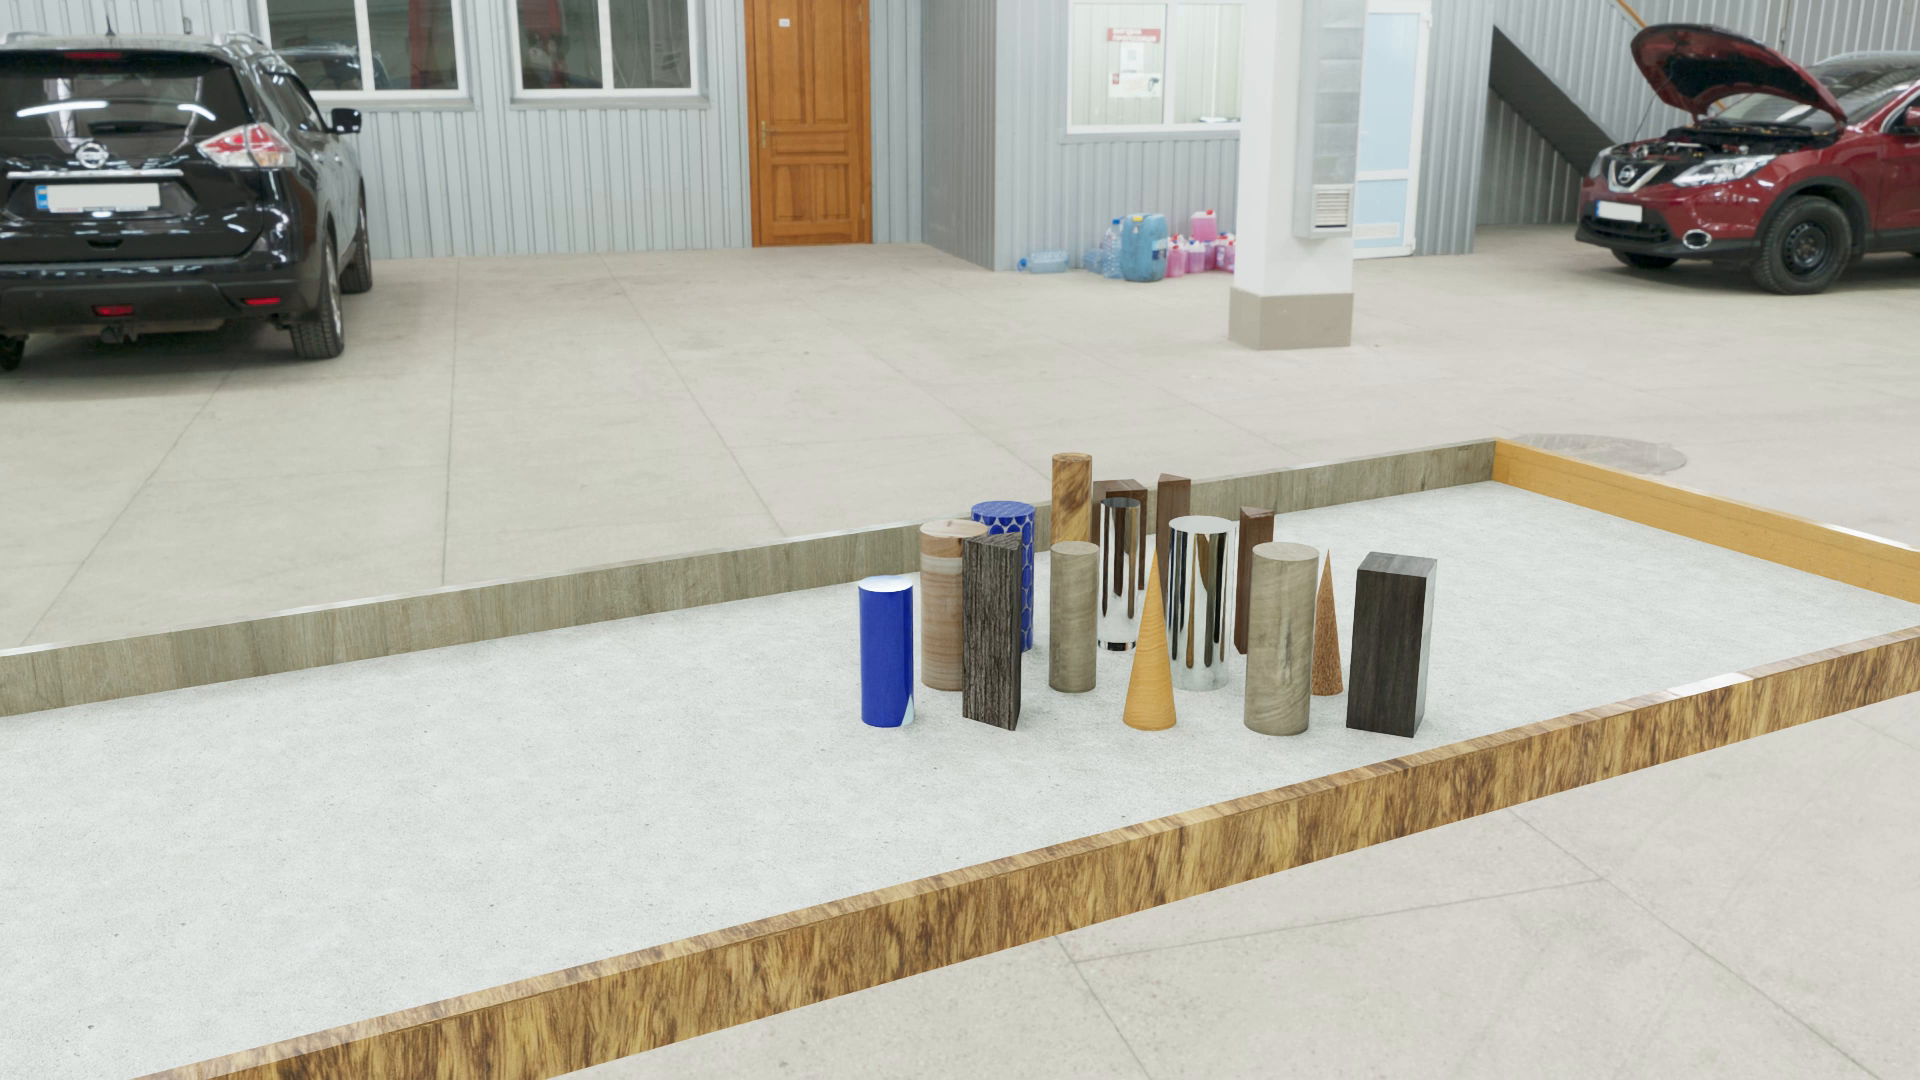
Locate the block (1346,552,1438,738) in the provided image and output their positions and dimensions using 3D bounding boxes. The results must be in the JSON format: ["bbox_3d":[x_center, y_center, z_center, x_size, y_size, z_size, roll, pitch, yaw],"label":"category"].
[{"bbox_3d":[1.005,0.242,3.843,0.155,0.389,0.155,7,18,23],"label":"block"}]

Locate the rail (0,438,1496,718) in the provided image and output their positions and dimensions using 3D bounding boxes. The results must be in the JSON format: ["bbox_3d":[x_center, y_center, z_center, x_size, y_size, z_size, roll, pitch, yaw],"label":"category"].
[{"bbox_3d":[-3.305,0.497,3.399,12.000,0.150,0.050,-9,18,-27],"label":"rail"}]

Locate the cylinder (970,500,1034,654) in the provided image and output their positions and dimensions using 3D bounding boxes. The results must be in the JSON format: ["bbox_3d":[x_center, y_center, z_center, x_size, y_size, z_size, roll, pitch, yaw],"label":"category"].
[{"bbox_3d":[0.112,0.099,4.354,0.167,0.375,0.167,0,16,0],"label":"cylinder"}]

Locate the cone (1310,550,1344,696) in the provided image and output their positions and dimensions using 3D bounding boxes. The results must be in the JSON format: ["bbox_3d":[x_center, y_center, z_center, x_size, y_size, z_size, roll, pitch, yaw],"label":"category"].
[{"bbox_3d":[0.895,0.192,4.056,0.116,0.365,0.116,0,16,0],"label":"cone"}]

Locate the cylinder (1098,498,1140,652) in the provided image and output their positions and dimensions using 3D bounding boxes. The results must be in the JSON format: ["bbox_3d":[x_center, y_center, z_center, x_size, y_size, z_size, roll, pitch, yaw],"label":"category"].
[{"bbox_3d":[0.419,0.091,4.350,0.103,0.393,0.103,0,16,0],"label":"cylinder"}]

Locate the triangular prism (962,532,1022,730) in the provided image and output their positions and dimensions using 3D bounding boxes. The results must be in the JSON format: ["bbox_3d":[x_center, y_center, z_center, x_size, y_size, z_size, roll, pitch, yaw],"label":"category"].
[{"bbox_3d":[0.104,0.206,3.872,0.150,0.440,0.130,12,20,35],"label":"triangular prism"}]

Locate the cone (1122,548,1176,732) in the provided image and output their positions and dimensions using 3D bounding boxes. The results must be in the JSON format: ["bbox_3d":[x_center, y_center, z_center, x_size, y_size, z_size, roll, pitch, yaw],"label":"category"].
[{"bbox_3d":[0.448,0.218,3.840,0.128,0.436,0.128,0,16,0],"label":"cone"}]

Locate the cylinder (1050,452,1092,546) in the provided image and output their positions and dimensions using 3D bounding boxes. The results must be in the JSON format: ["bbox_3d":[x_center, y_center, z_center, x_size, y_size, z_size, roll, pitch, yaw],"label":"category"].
[{"bbox_3d":[0.308,-0.012,4.593,0.111,0.451,0.111,0,16,0],"label":"cylinder"}]

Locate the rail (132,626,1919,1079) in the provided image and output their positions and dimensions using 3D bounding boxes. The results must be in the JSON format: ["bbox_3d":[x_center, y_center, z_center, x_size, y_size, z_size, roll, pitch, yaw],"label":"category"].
[{"bbox_3d":[-2.336,1.006,1.665,12.000,0.150,0.050,-9,18,-27],"label":"rail"}]

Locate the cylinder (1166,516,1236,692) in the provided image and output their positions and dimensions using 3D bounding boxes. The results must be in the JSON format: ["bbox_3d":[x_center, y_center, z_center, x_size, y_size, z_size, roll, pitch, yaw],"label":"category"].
[{"bbox_3d":[0.594,0.157,4.099,0.163,0.407,0.163,0,16,0],"label":"cylinder"}]

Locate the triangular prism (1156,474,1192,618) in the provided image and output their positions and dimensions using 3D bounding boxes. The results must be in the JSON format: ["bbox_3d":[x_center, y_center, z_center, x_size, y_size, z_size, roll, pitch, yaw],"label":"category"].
[{"bbox_3d":[0.573,0.016,4.595,0.098,0.397,0.085,-5,17,-17],"label":"triangular prism"}]

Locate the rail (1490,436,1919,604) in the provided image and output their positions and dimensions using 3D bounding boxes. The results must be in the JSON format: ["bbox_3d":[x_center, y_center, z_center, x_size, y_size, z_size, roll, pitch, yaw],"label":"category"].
[{"bbox_3d":[2.466,-0.048,5.253,0.050,0.150,2.100,-9,18,-27],"label":"rail"}]

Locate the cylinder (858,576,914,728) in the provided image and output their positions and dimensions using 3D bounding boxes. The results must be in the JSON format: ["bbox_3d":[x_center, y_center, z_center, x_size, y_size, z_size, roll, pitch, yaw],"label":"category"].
[{"bbox_3d":[-0.172,0.261,3.873,0.127,0.335,0.127,0,16,0],"label":"cylinder"}]

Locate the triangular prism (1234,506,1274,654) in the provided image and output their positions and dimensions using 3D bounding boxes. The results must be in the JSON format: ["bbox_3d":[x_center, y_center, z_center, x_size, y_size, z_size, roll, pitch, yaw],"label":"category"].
[{"bbox_3d":[0.755,0.103,4.331,0.091,0.379,0.079,-10,19,-31],"label":"triangular prism"}]

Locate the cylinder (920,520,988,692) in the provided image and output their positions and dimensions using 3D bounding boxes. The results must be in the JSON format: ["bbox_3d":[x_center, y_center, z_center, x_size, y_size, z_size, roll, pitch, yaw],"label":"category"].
[{"bbox_3d":[-0.015,0.162,4.103,0.167,0.396,0.167,0,16,0],"label":"cylinder"}]

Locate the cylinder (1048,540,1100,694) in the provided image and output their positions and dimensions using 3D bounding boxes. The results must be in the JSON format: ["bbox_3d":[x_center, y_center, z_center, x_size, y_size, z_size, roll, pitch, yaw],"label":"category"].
[{"bbox_3d":[0.281,0.190,4.073,0.118,0.357,0.118,0,16,0],"label":"cylinder"}]

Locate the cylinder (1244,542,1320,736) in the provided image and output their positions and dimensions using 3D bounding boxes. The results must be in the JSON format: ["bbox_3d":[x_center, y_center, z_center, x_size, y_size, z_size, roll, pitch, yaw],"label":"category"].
[{"bbox_3d":[0.744,0.229,3.823,0.151,0.424,0.151,0,16,0],"label":"cylinder"}]

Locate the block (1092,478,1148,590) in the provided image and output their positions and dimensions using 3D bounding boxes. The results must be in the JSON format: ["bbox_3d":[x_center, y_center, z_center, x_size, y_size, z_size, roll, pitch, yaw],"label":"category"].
[{"bbox_3d":[0.467,-0.014,4.860,0.127,0.305,0.127,-4,17,-12],"label":"block"}]
